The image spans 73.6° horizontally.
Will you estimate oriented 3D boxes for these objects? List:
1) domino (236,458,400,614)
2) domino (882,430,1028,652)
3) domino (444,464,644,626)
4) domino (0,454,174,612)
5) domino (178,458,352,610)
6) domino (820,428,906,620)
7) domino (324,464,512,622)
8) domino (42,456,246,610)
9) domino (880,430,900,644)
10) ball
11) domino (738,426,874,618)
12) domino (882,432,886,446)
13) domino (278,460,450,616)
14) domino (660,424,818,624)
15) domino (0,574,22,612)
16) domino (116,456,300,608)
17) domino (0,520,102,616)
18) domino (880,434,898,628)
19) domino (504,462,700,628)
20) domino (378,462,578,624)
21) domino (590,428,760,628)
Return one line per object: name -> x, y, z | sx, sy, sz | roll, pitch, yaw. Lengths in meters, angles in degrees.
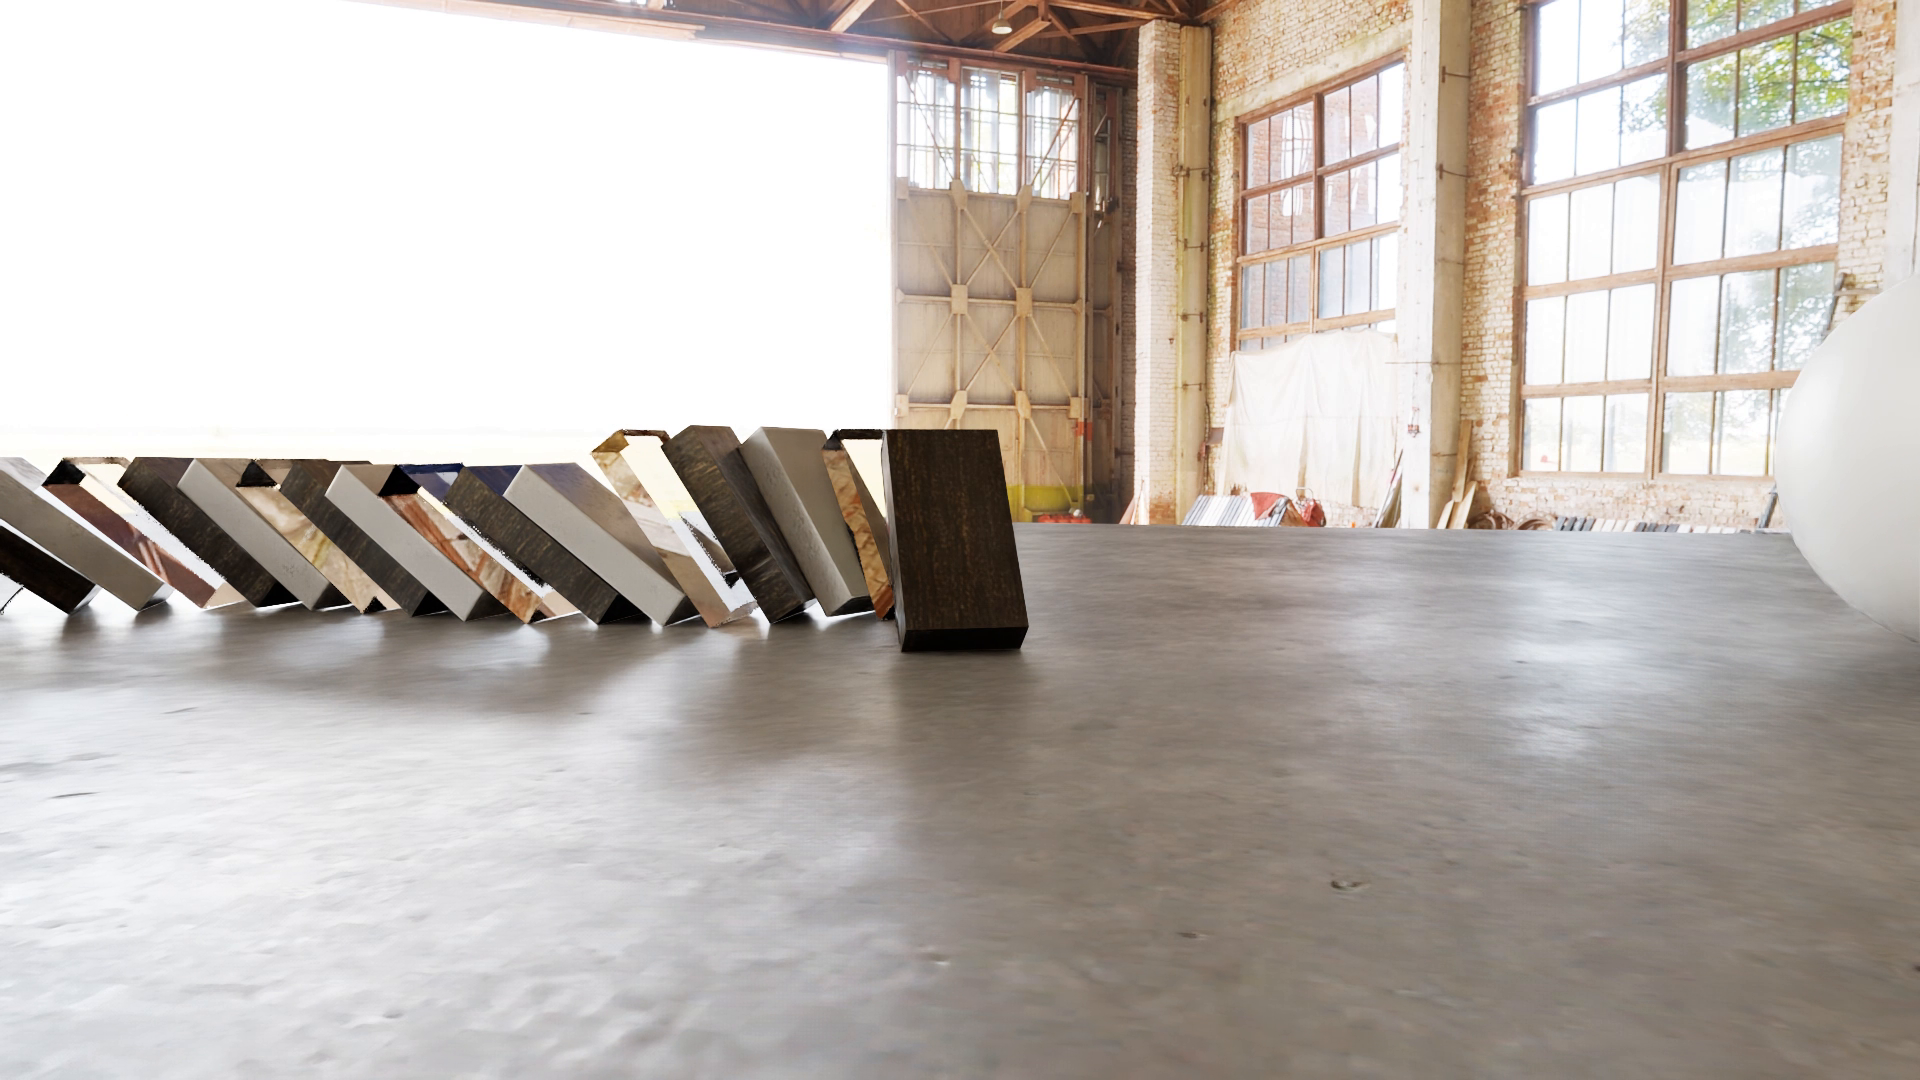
domino -> -0.162, -0.002, 0.336 | 0.050, 0.009, 0.025 | 40, 14, 11
domino -> -0.002, -0.001, 0.274 | 0.025, 0.050, 0.010 | -1, -33, -11
domino -> -0.099, 0.000, 0.316 | 0.050, 0.009, 0.025 | 38, 12, 9
domino -> -0.227, -0.002, 0.330 | 0.050, 0.009, 0.025 | 41, -8, -16
domino -> -0.178, -0.002, 0.339 | 0.050, 0.009, 0.025 | 40, 11, 8
domino -> -0.015, -0.005, 0.322 | 0.025, 0.050, 0.009 | -3, -30, -34
domino -> -0.131, 0.000, 0.323 | 0.050, 0.009, 0.025 | 39, 14, 11
domino -> -0.211, -0.002, 0.339 | 0.050, 0.009, 0.025 | 39, 2, -4
domino -> -0.003, -0.002, 0.285 | 0.025, 0.050, 0.009 | -1, -33, -11
ball -> 0.204, -0.016, 0.247 | 0.080, 0.080, 0.080 | 0, 4, 0
domino -> -0.034, -0.005, 0.325 | 0.009, 0.050, 0.025 | -38, -17, 28
domino -> -0.003, -0.003, 0.297 | 0.025, 0.050, 0.010 | -1, -33, -11
domino -> -0.147, -0.001, 0.330 | 0.050, 0.009, 0.025 | 40, 14, 11
domino -> -0.052, -0.005, 0.315 | 0.009, 0.050, 0.025 | -33, -3, 12
domino -> -0.255, 0.000, 0.311 | 0.050, 0.009, 0.025 | 44, -21, -29
domino -> -0.194, -0.003, 0.341 | 0.050, 0.009, 0.025 | 39, 7, 4
domino -> -0.241, -0.001, 0.322 | 0.050, 0.009, 0.025 | 41, -13, -22
domino -> -0.005, -0.004, 0.309 | 0.025, 0.050, 0.009 | -1, -33, -11
domino -> -0.083, 0.000, 0.312 | 0.050, 0.009, 0.025 | 38, 11, 6
domino -> -0.116, 0.000, 0.318 | 0.050, 0.010, 0.025 | 38, 13, 9
domino -> -0.066, -0.004, 0.309 | 0.010, 0.050, 0.025 | -36, -4, 12
